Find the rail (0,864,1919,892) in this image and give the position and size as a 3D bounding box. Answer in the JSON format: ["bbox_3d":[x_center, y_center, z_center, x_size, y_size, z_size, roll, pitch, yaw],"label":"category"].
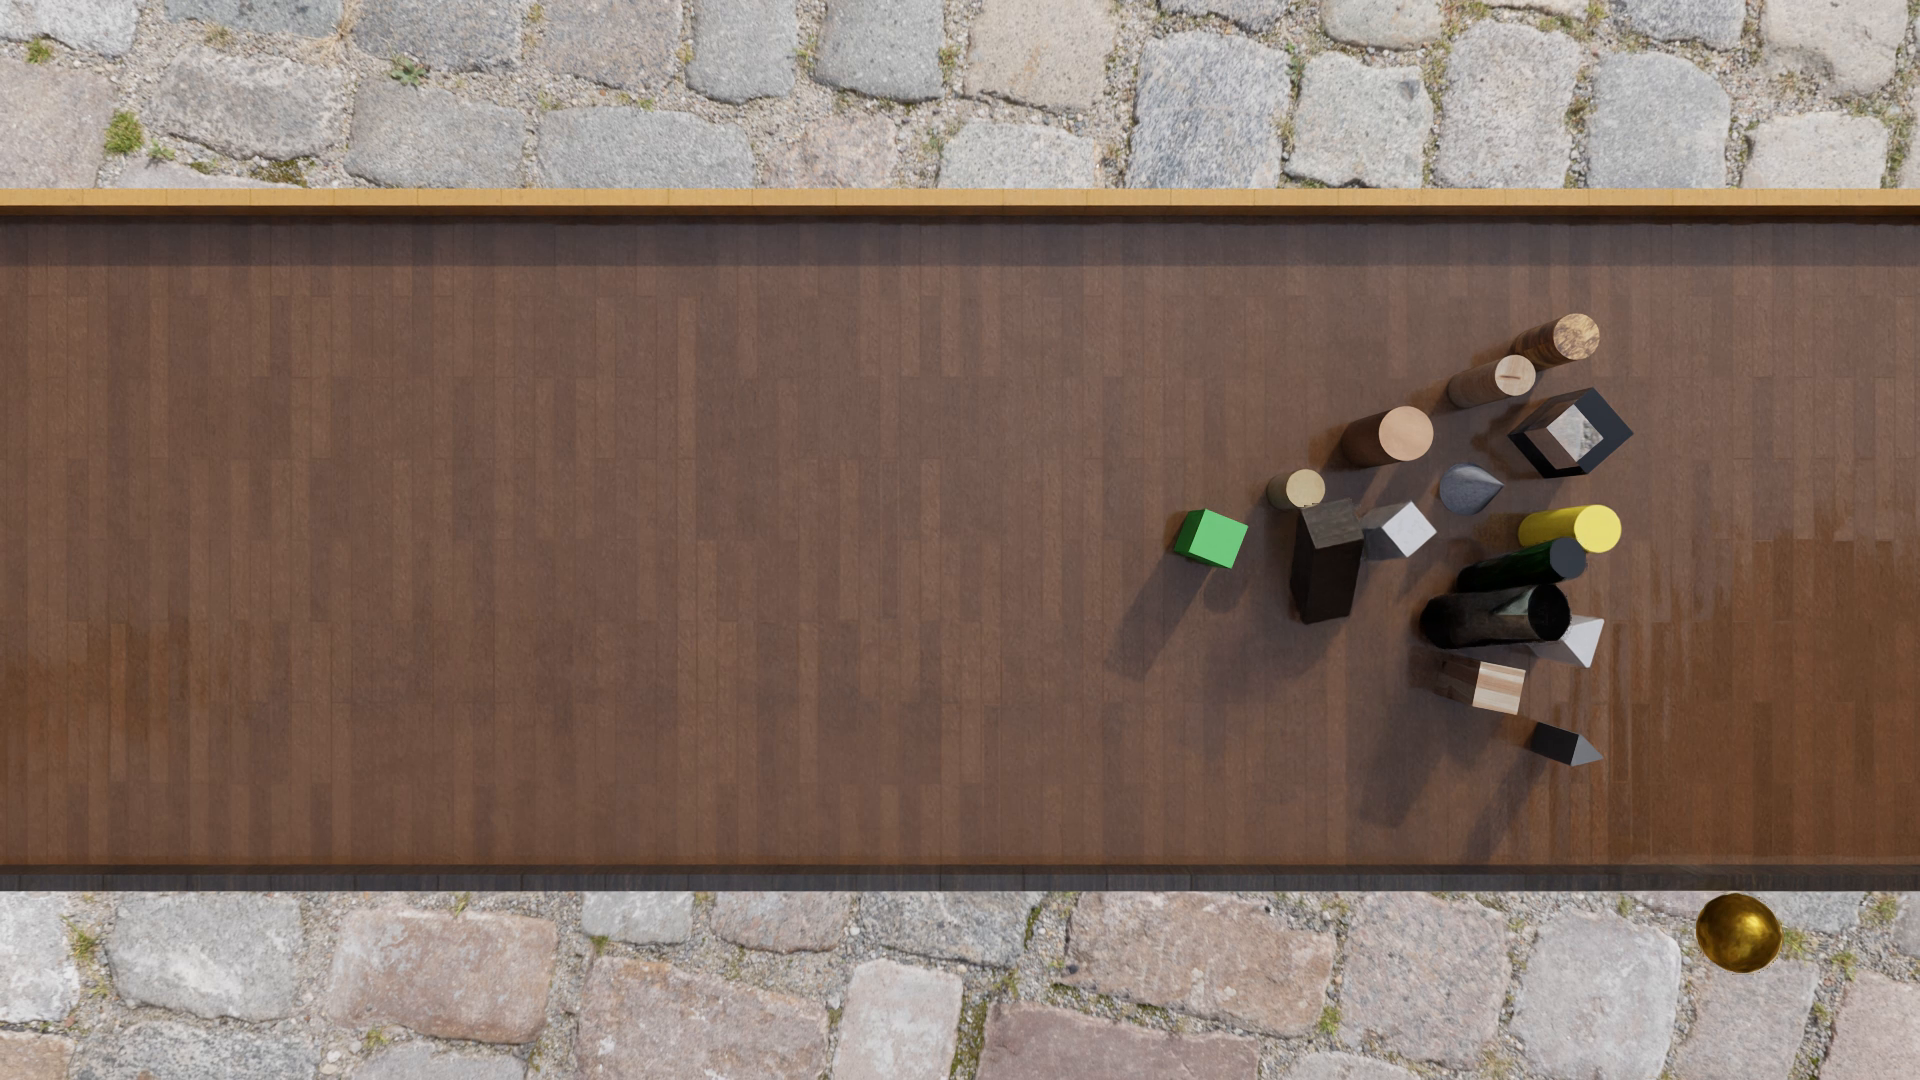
[{"bbox_3d":[-2.247,1.025,5.001,12.000,0.150,0.050,0,90,0],"label":"rail"}]

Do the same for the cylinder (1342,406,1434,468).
[{"bbox_3d":[1.252,-0.299,4.852,0.153,0.449,0.153,0,90,0],"label":"cylinder"}]

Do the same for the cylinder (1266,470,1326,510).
[{"bbox_3d":[1.000,-0.148,4.923,0.113,0.307,0.113,0,90,0],"label":"cylinder"}]

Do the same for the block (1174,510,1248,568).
[{"bbox_3d":[0.742,-0.003,4.904,0.132,0.345,0.132,22,90,0],"label":"block"}]

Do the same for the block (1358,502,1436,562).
[{"bbox_3d":[1.271,-0.023,4.891,0.114,0.362,0.114,-40,91,-4],"label":"block"}]

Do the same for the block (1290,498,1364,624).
[{"bbox_3d":[1.078,0.070,4.863,0.143,0.415,0.143,-12,55,-2],"label":"block"}]

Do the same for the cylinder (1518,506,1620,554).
[{"bbox_3d":[1.791,-0.024,4.863,0.134,0.421,0.134,0,88,-2],"label":"cylinder"}]

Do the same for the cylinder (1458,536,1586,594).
[{"bbox_3d":[1.643,0.093,4.842,0.121,0.454,0.121,3,78,-16],"label":"cylinder"}]

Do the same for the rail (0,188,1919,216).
[{"bbox_3d":[-2.247,-1.025,5.002,12.000,0.150,0.050,0,90,0],"label":"rail"}]

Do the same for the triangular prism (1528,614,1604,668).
[{"bbox_3d":[1.791,0.267,4.903,0.124,0.343,0.144,-42,93,-2],"label":"triangular prism"}]

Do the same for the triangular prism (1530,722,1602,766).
[{"bbox_3d":[1.792,0.598,4.908,0.094,0.338,0.082,-14,90,0],"label":"triangular prism"}]

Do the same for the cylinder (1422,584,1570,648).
[{"bbox_3d":[1.571,0.228,4.851,0.164,0.422,0.164,3,82,-26],"label":"cylinder"}]

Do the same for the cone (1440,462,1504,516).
[{"bbox_3d":[1.558,-0.157,4.896,0.164,0.361,0.164,0,90,0],"label":"cone"}]

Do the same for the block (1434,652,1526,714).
[{"bbox_3d":[1.537,0.423,4.890,0.130,0.374,0.130,11,90,0],"label":"block"}]

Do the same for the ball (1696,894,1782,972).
[{"bbox_3d":[2.276,1.149,4.824,0.226,0.226,0.226,0,90,0],"label":"ball"}]

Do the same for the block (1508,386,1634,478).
[{"bbox_3d":[1.809,-0.314,4.905,0.178,0.343,0.178,-41,90,0],"label":"block"}]

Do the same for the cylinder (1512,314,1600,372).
[{"bbox_3d":[1.764,-0.582,4.899,0.132,0.356,0.132,0,90,0],"label":"cylinder"}]

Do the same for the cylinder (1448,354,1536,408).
[{"bbox_3d":[1.557,-0.462,4.851,0.114,0.450,0.114,0,90,0],"label":"cylinder"}]
